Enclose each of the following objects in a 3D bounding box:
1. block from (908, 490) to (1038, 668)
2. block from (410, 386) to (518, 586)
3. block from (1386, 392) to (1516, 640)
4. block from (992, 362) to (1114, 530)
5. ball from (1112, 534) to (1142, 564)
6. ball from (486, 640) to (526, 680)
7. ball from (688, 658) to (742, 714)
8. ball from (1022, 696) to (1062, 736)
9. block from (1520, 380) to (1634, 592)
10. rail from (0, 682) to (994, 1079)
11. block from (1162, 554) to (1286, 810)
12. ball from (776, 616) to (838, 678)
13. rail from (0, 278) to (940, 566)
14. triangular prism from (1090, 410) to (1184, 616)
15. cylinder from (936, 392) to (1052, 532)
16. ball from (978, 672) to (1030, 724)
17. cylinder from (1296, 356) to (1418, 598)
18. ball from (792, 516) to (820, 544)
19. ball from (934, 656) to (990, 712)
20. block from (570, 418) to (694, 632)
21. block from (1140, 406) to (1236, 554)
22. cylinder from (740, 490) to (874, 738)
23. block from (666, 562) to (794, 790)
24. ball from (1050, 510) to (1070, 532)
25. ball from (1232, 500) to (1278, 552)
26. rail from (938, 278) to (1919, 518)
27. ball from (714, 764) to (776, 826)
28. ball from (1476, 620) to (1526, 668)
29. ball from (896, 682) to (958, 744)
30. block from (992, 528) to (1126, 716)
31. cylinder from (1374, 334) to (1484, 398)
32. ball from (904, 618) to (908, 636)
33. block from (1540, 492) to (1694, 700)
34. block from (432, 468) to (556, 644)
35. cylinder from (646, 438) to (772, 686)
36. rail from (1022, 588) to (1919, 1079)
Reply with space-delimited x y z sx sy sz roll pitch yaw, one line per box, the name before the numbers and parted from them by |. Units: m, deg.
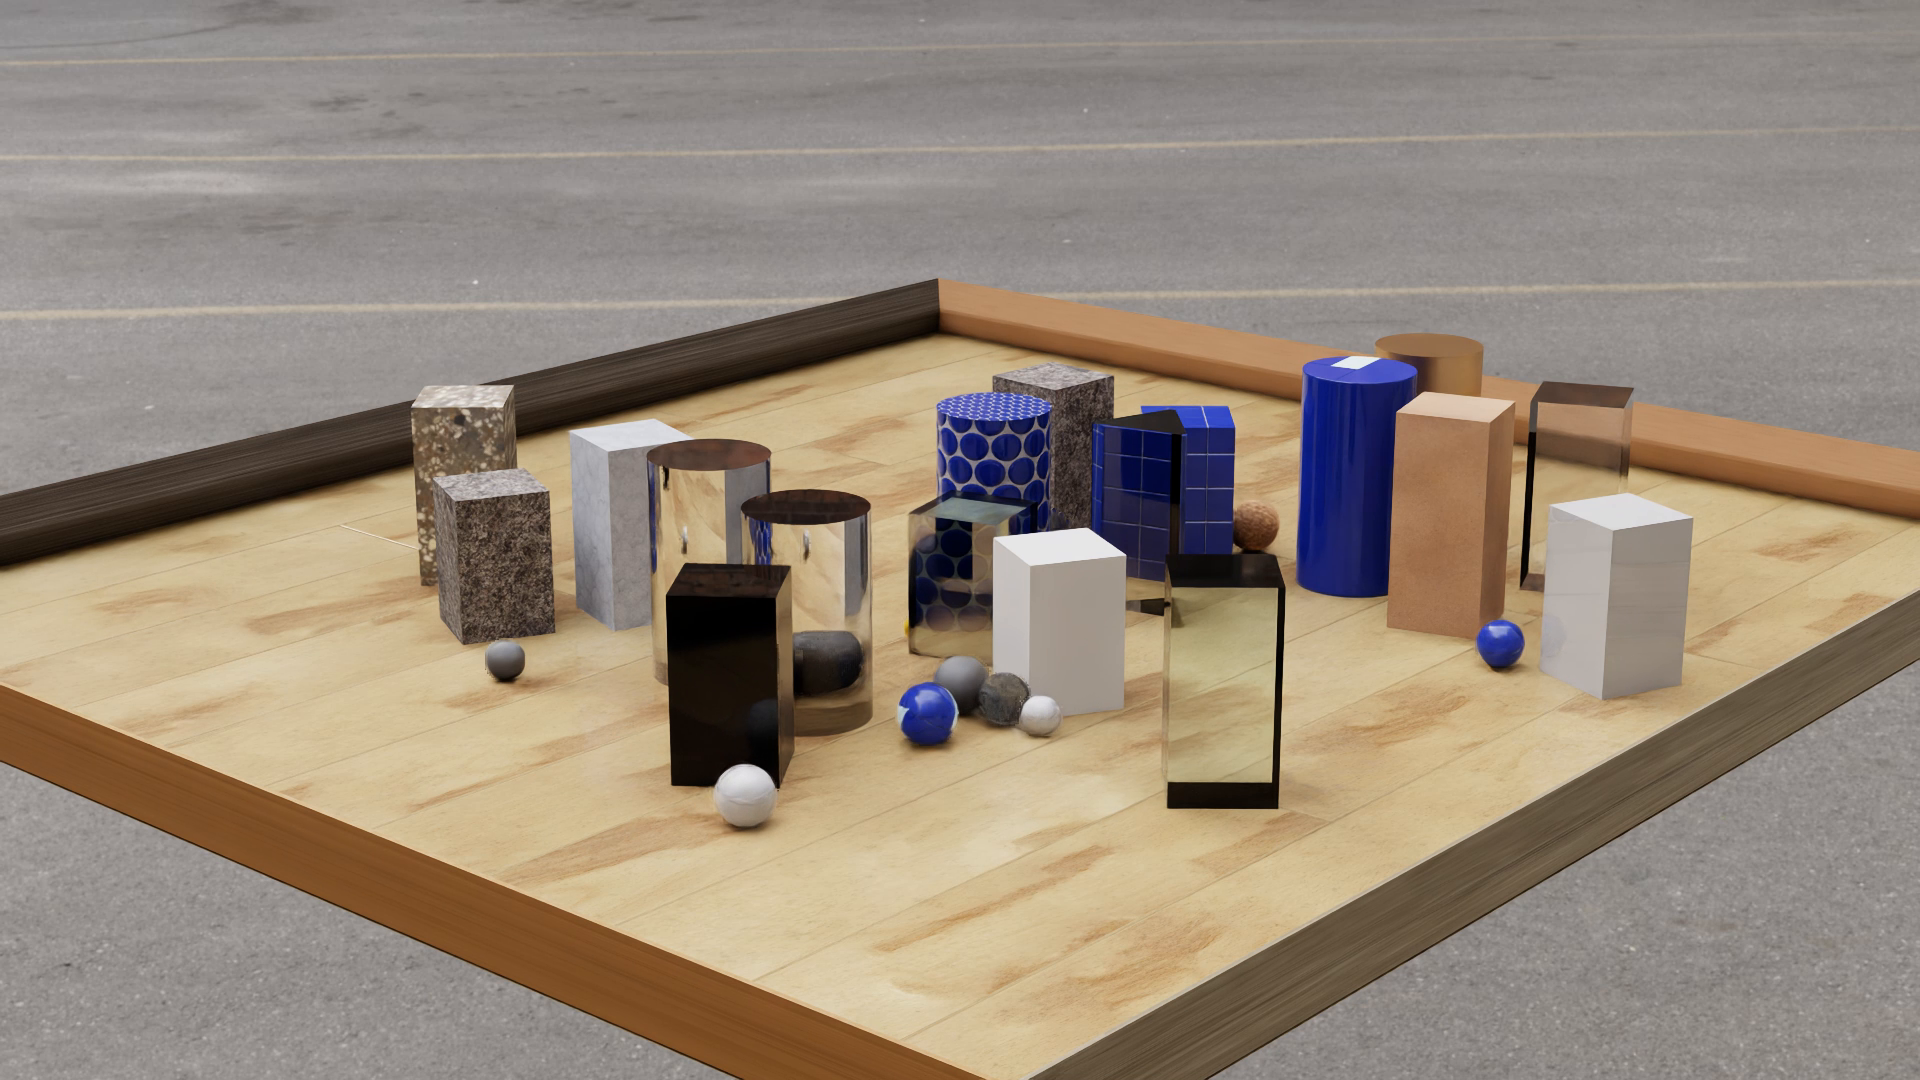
block | 0.022 0.062 4.832 0.159 0.241 0.159 8 19 25
block | -0.876 -0.098 5.217 0.159 0.325 0.159 0 17 -1
block | 0.828 -0.043 4.945 0.159 0.375 0.159 8 18 24
block | 0.172 -0.156 5.439 0.159 0.307 0.159 16 23 43
ball | 0.300 0.016 5.299 0.054 0.054 0.054 0 17 0
ball | -0.728 0.193 4.705 0.063 0.063 0.063 0 17 0
ball | -0.380 0.226 4.555 0.085 0.085 0.085 0 17 0
ball | 0.124 0.267 4.462 0.061 0.061 0.061 0 17 0
block | 1.086 -0.090 5.162 0.159 0.341 0.159 6 18 18
rail | -1.001 0.365 4.016 2.833 0.129 0.045 14 22 39
block | 0.376 0.202 4.209 0.159 0.331 0.159 0 17 1
ball | -0.247 0.172 4.710 0.099 0.099 0.099 0 17 0
rail | -1.052 -0.231 5.994 0.045 0.129 3.101 14 22 39
triangular prism | 0.335 -0.052 5.066 0.172 0.324 0.149 9 19 26
cylinder | 0.058 -0.068 5.095 0.198 0.338 0.198 0 17 0
ball | 0.067 0.244 4.505 0.081 0.081 0.081 0 17 0
cylinder | 0.696 -0.112 5.155 0.198 0.386 0.198 0 17 0
ball | -0.285 -0.019 5.430 0.050 0.050 0.050 0 17 0
ball | 0.003 0.224 4.557 0.089 0.089 0.089 0 17 0
block | -0.555 -0.028 5.001 0.159 0.314 0.159 -10 19 -29
block | 0.407 -0.091 5.284 0.159 0.272 0.159 0 17 0
cylinder | -0.234 0.110 4.505 0.198 0.336 0.198 0 17 0
block | -0.334 0.197 4.295 0.159 0.291 0.159 1 17 5
ball | 0.155 -0.007 5.315 0.094 0.094 0.094 0 17 0
ball | 0.537 -0.026 5.377 0.094 0.094 0.094 0 17 0
rail | 1.001 -0.300 6.224 2.833 0.129 0.045 14 22 39
ball | -0.302 0.358 4.113 0.088 0.088 0.088 0 17 0
ball | 0.879 0.168 4.763 0.077 0.077 0.077 0 17 0
ball | -0.049 0.262 4.424 0.093 0.093 0.093 0 17 0
block | 0.154 0.130 4.589 0.159 0.251 0.159 -6 18 -19
cylinder | 0.868 -0.191 5.471 0.198 0.355 0.198 0 17 0
ball | -0.073 0.146 4.895 0.043 0.043 0.043 0 17 0
block | 1.046 0.088 4.679 0.159 0.279 0.159 -8 19 -25
block | -0.785 0.026 4.939 0.159 0.248 0.159 -7 18 -22
cylinder | -0.397 0.039 4.694 0.198 0.364 0.198 0 17 0
rail | 1.052 0.296 4.245 0.045 0.129 3.101 14 22 39
